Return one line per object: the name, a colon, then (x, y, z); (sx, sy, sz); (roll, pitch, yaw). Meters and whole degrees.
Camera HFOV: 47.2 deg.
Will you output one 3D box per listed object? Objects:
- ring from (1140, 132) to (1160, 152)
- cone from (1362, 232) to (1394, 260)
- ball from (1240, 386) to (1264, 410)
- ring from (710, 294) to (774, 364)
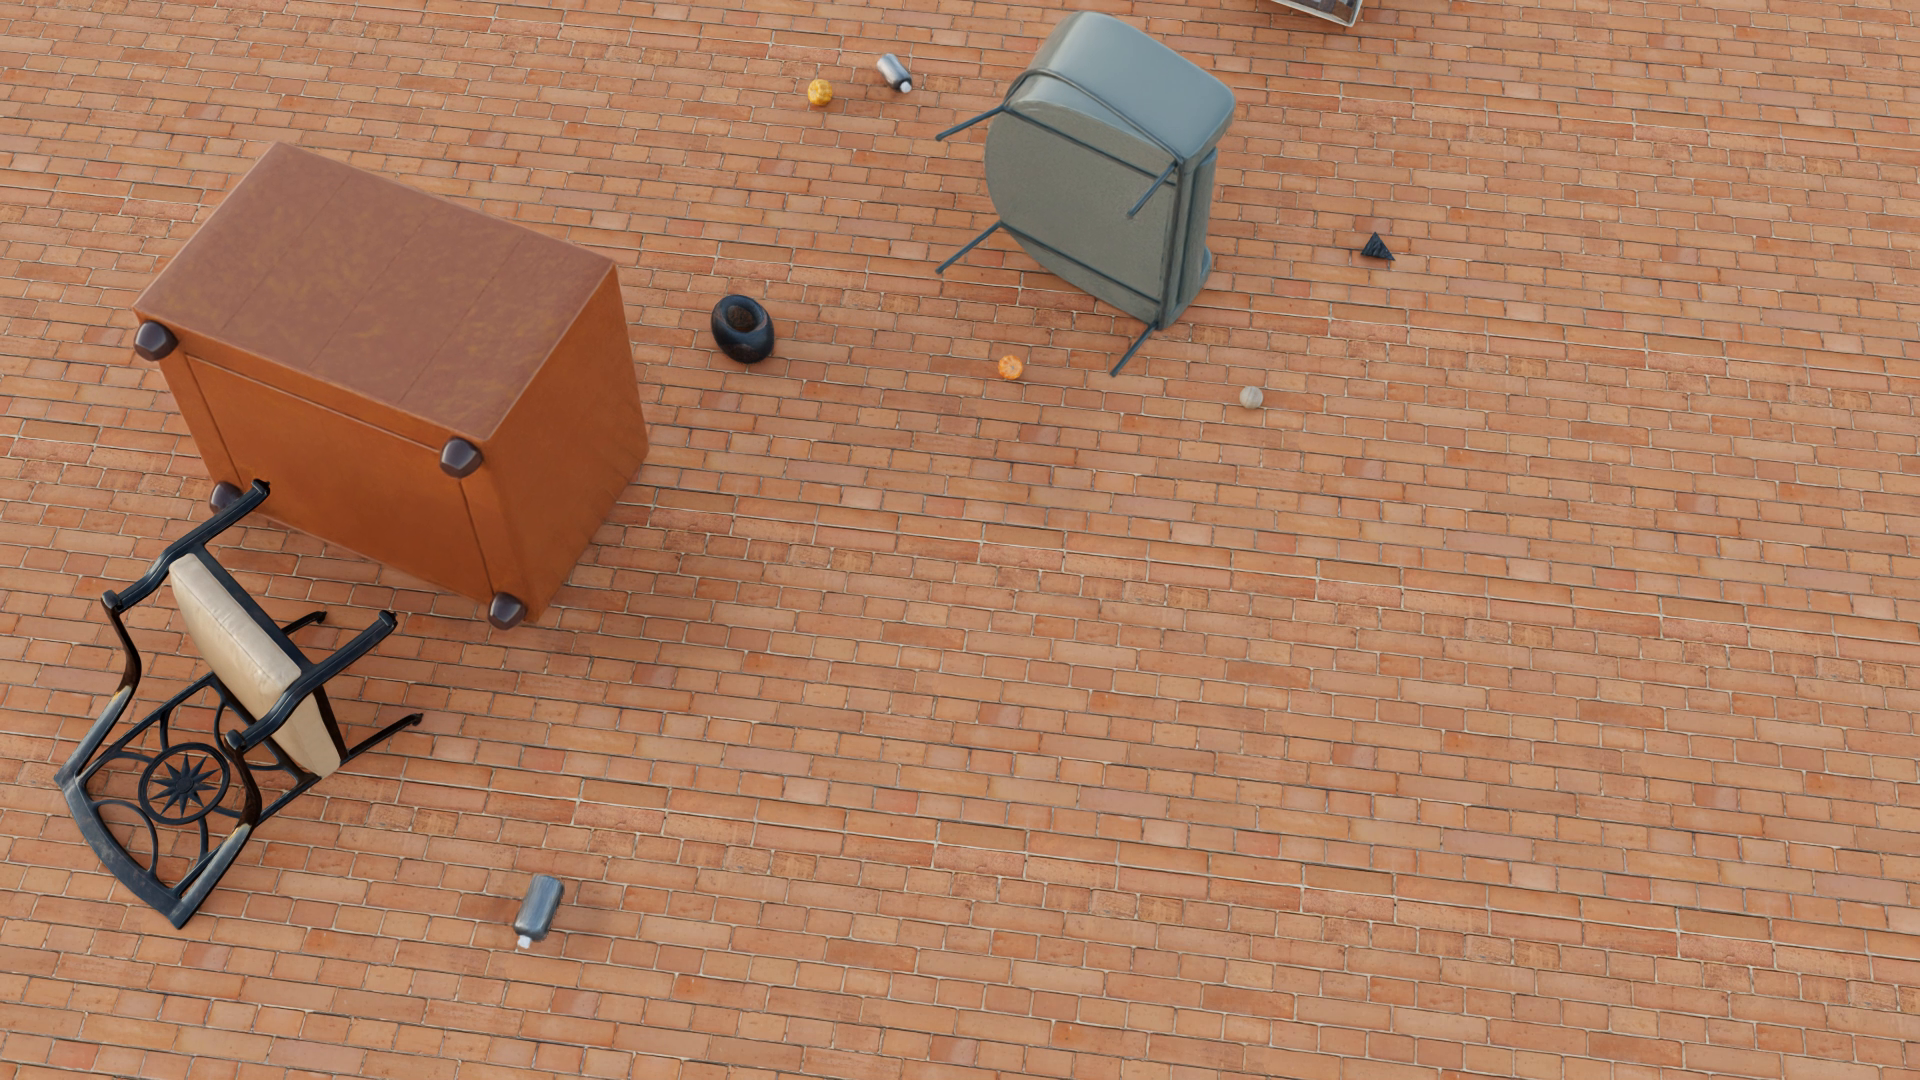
ring: (0.647, -1.352, 7.463); (0.061, 0.031, 0.093); (27, 59, 16)
cone: (1.379, -0.942, 7.188); (0.108, 0.061, 0.107); (33, 59, 2)
ball: (0.904, -0.442, 6.826); (0.074, 0.074, 0.074); (0, 56, 0)
ring: (-0.686, -0.666, 6.947); (0.186, 0.127, 0.244); (-27, 61, -19)
